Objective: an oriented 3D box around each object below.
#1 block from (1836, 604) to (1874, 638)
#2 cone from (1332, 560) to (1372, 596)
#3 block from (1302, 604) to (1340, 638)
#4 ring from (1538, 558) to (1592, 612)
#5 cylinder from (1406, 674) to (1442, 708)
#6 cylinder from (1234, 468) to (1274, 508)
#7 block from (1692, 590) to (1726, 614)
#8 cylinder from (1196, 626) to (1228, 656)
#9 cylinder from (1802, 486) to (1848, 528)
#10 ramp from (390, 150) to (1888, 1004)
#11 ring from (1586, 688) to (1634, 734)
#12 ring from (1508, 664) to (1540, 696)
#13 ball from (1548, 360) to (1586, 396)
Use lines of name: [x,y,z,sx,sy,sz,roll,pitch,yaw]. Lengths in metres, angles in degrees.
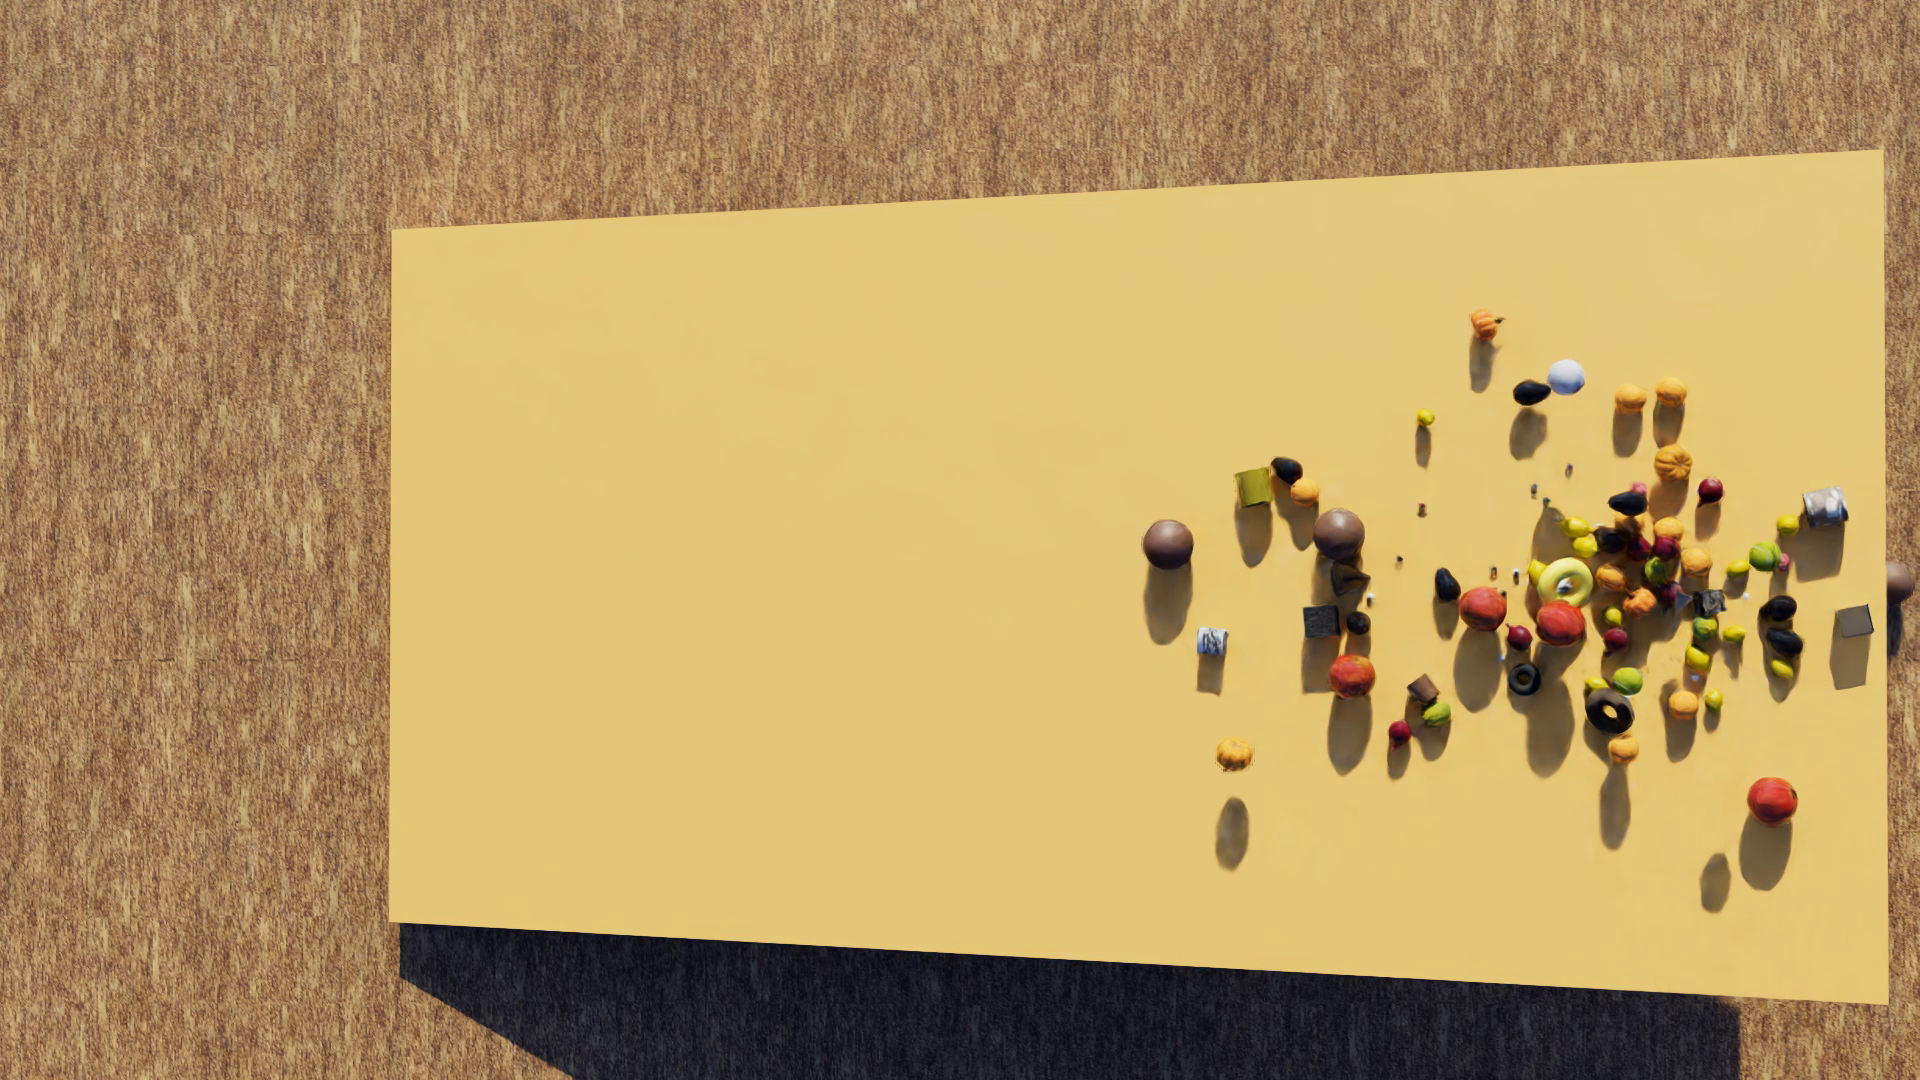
block: [2.088,0.189,5.131,0.067,0.067,0.067,-13,85,17]
cone: [0.987,0.095,5.496,0.092,0.092,0.092,-2,89,-9]
block: [0.905,0.204,5.503,0.076,0.076,0.076,-7,87,17]
ring: [1.453,0.109,5.279,0.137,0.046,0.137,-4,111,-11]
cylinder: [1.144,0.371,5.430,0.062,0.062,0.062,-35,78,0]
cylinder: [0.744,-0.133,5.554,0.085,0.085,0.085,-11,86,0]
block: [1.781,0.147,5.227,0.053,0.053,0.053,-9,90,-5]
cylinder: [0.641,0.257,5.591,0.067,0.067,0.067,7,89,18]
cylinder: [2.025,-0.076,5.146,0.085,0.085,0.085,-13,89,17]
ramp: [0.275,0.093,5.797,4.000,0.100,2.000,0,89,18]
ring: [1.562,0.411,5.286,0.040,0.120,0.120,-34,89,-42]
ring: [1.379,0.341,5.373,0.080,0.027,0.080,-3,82,26]
ball: [1.426,-0.381,5.170,0.087,0.087,0.087,0,89,0]
